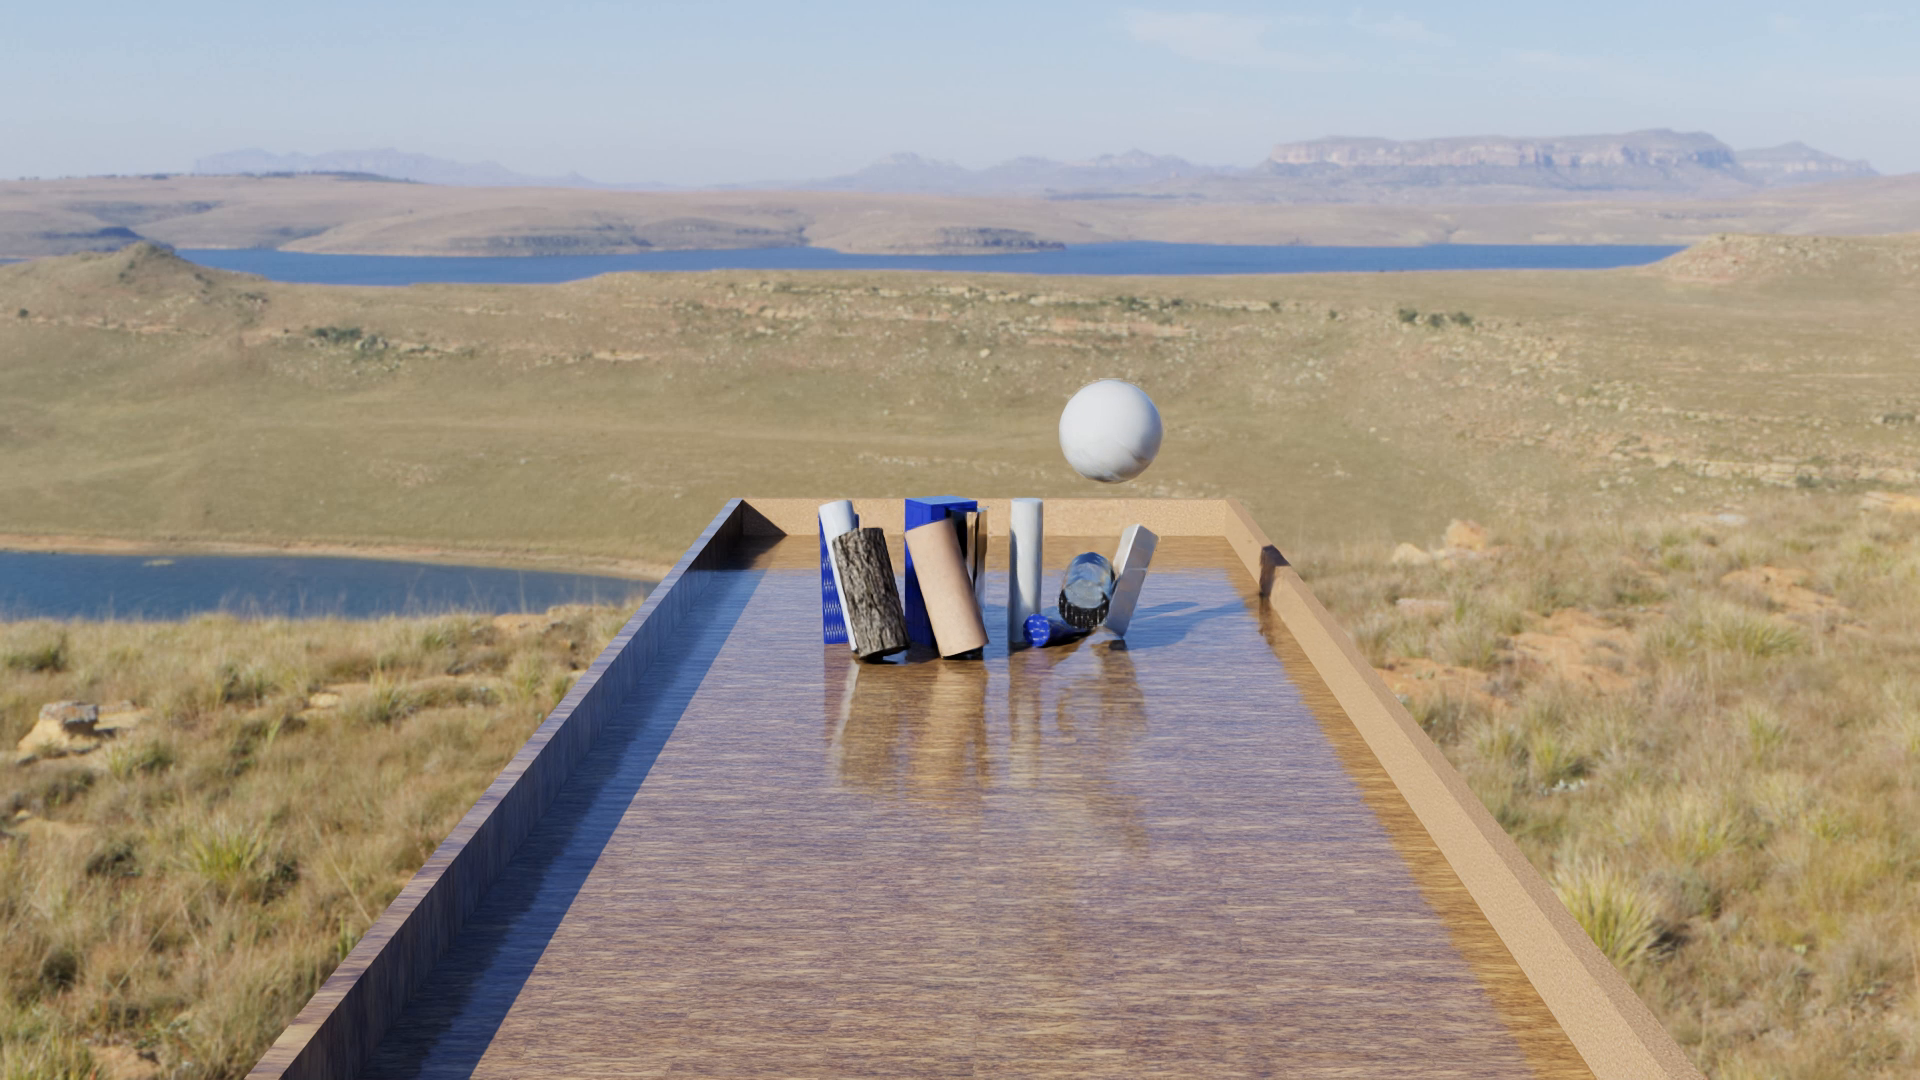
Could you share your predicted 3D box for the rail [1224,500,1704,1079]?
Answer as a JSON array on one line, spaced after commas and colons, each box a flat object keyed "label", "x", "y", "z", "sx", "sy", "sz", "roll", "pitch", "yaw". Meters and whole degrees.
[{"label": "rail", "x": 1.046, "y": 0.843, "z": 3.208, "sx": 0.050, "sy": 0.150, "sz": 12.000, "roll": 0, "pitch": 9, "yaw": 1}]

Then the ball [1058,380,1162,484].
[{"label": "ball", "x": 0.476, "y": -0.341, "z": 6.950, "sx": 0.329, "sy": 0.329, "sz": 0.329, "roll": 0, "pitch": 9, "yaw": 0}]

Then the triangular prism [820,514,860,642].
[{"label": "triangular prism", "x": -0.386, "y": 0.116, "z": 6.982, "sx": 0.125, "sy": 0.401, "sz": 0.108, "roll": -3, "pitch": 7, "yaw": -13}]

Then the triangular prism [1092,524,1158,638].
[{"label": "triangular prism", "x": 0.513, "y": 0.127, "z": 7.058, "sx": 0.098, "sy": 0.353, "sz": 0.113, "roll": 7, "pitch": -19, "yaw": 46}]

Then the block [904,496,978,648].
[{"label": "block", "x": -0.058, "y": 0.096, "z": 6.960, "sx": 0.169, "sy": 0.450, "sz": 0.169, "roll": -5, "pitch": 10, "yaw": -29}]

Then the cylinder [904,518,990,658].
[{"label": "cylinder", "x": -0.042, "y": 0.146, "z": 6.722, "sx": 0.154, "sy": 0.399, "sz": 0.154, "roll": -17, "pitch": -1, "yaw": 0}]

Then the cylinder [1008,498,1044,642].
[{"label": "cylinder", "x": 0.206, "y": 0.095, "z": 6.964, "sx": 0.103, "sy": 0.449, "sz": 0.103, "roll": 1, "pitch": 11, "yaw": 0}]

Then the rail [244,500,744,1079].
[{"label": "rail", "x": -1.004, "y": 0.839, "z": 3.234, "sx": 0.050, "sy": 0.150, "sz": 12.000, "roll": 0, "pitch": 9, "yaw": 1}]

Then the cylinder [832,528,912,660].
[{"label": "cylinder", "x": -0.270, "y": 0.164, "z": 6.679, "sx": 0.161, "sy": 0.373, "sz": 0.161, "roll": -14, "pitch": -10, "yaw": -3}]

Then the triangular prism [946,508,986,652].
[{"label": "triangular prism", "x": 0.036, "y": 0.119, "z": 6.862, "sx": 0.135, "sy": 0.431, "sz": 0.117, "roll": 9, "pitch": 10, "yaw": 42}]

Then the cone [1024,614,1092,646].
[{"label": "cone", "x": 0.348, "y": 0.287, "z": 7.034, "sx": 0.103, "sy": 0.103, "sz": 0.359, "roll": 7, "pitch": 3, "yaw": 37}]

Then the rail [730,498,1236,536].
[{"label": "rail", "x": 0.099, "y": -0.098, "z": 9.147, "sx": 2.100, "sy": 0.150, "sz": 0.050, "roll": 0, "pitch": 9, "yaw": 1}]

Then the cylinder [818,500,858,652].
[{"label": "cylinder", "x": -0.336, "y": 0.111, "z": 6.823, "sx": 0.106, "sy": 0.459, "sz": 0.106, "roll": -13, "pitch": -7, "yaw": -2}]

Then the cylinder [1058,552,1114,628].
[{"label": "cylinder", "x": 0.396, "y": 0.155, "z": 6.852, "sx": 0.156, "sy": 0.156, "sz": 0.327, "roll": 1, "pitch": 15, "yaw": 7}]
